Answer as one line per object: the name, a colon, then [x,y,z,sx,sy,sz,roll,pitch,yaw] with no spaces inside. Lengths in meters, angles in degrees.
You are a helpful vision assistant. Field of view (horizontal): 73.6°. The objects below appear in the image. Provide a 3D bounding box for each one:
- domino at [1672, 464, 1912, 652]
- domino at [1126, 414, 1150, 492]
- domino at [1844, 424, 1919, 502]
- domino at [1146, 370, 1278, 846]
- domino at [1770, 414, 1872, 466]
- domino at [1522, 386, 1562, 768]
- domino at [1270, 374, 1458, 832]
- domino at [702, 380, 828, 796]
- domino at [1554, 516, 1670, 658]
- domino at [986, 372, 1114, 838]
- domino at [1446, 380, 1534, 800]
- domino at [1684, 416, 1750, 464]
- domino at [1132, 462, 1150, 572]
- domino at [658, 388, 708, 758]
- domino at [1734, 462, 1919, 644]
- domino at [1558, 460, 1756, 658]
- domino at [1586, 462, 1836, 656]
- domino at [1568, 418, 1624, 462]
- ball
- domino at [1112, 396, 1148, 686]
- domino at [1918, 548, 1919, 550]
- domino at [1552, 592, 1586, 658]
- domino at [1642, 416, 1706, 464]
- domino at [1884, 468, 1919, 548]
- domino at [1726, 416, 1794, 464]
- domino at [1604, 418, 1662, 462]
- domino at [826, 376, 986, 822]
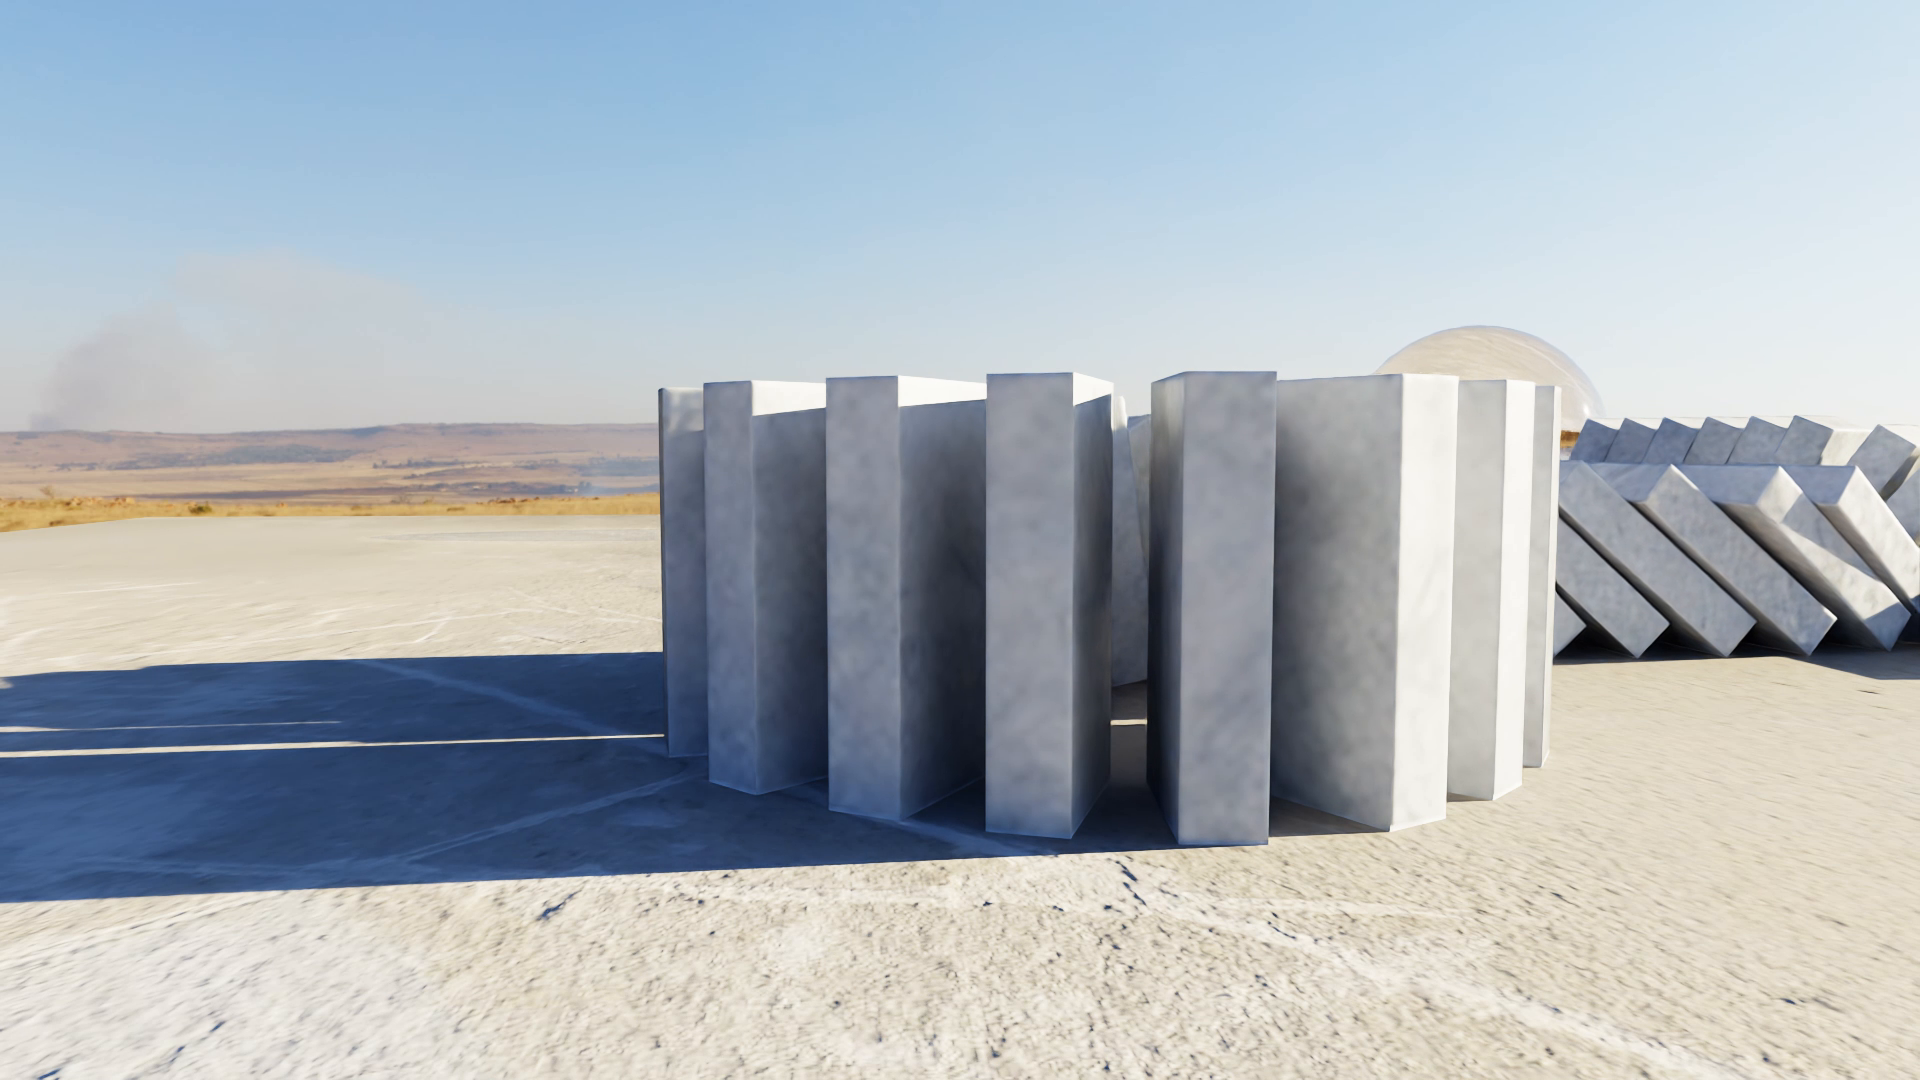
domino: [0.170,0.003,0.267,0.050,0.010,0.025,39,-9,-18]
domino: [0.045,-0.001,0.264,0.009,0.050,0.025,-30,7,-4]
domino: [0.220,-0.005,0.318,0.025,0.050,0.009,-3,38,-36]
domino: [0.028,0.007,0.147,0.009,0.050,0.025,0,4,0]
domino: [0.213,-0.007,0.330,0.025,0.050,0.010,-3,29,-36]
domino: [0.068,0.004,0.177,0.025,0.050,0.009,2,5,30]
domino: [0.045,0.006,0.152,0.010,0.050,0.025,-3,5,-32]
domino: [-0.020,0.005,0.166,0.010,0.050,0.025,4,6,42]
domino: [0.118,0.002,0.264,0.050,0.009,0.025,42,1,-5]
domino: [0.011,0.006,0.150,0.009,0.050,0.025,1,4,16]
domino: [0.058,0.005,0.163,0.025,0.050,0.009,4,6,42]
domino: [0.201,-0.008,0.347,0.025,0.050,0.009,-3,29,-36]
domino: [0.035,-0.001,0.262,0.009,0.050,0.025,-30,7,-4]
domino: [-0.029,0.004,0.181,0.025,0.050,0.010,-1,4,-17]
domino: [0.186,0.003,0.271,0.050,0.009,0.025,39,-11,-22]
domino: [0.135,0.003,0.265,0.050,0.009,0.025,40,-1,-8]
domino: [0.152,0.003,0.266,0.050,0.010,0.025,39,-3,-11]
domino: [0.182,-0.010,0.372,0.025,0.050,0.010,-3,29,-36]
ball: [0.164,-0.028,0.411,0.080,0.080,0.080,0,4,0]
domino: [0.024,0.000,0.235,0.009,0.050,0.025,-10,7,-16]
domino: [0.242,0.010,0.279,0.025,0.009,0.050,19,3,-31]
domino: [0.102,0.002,0.264,0.010,0.050,0.025,-45,5,1]
domino: [0.194,-0.009,0.355,0.025,0.050,0.009,-3,29,-36]
domino: [0.226,-0.003,0.306,0.025,0.050,0.009,-3,44,-36]
domino: [0.208,-0.008,0.339,0.025,0.050,0.010,-3,29,-36]
domino: [0.188,-0.010,0.363,0.025,0.050,0.009,-3,29,-36]
domino: [-0.005,0.006,0.156,0.009,0.050,0.025,2,5,27]
